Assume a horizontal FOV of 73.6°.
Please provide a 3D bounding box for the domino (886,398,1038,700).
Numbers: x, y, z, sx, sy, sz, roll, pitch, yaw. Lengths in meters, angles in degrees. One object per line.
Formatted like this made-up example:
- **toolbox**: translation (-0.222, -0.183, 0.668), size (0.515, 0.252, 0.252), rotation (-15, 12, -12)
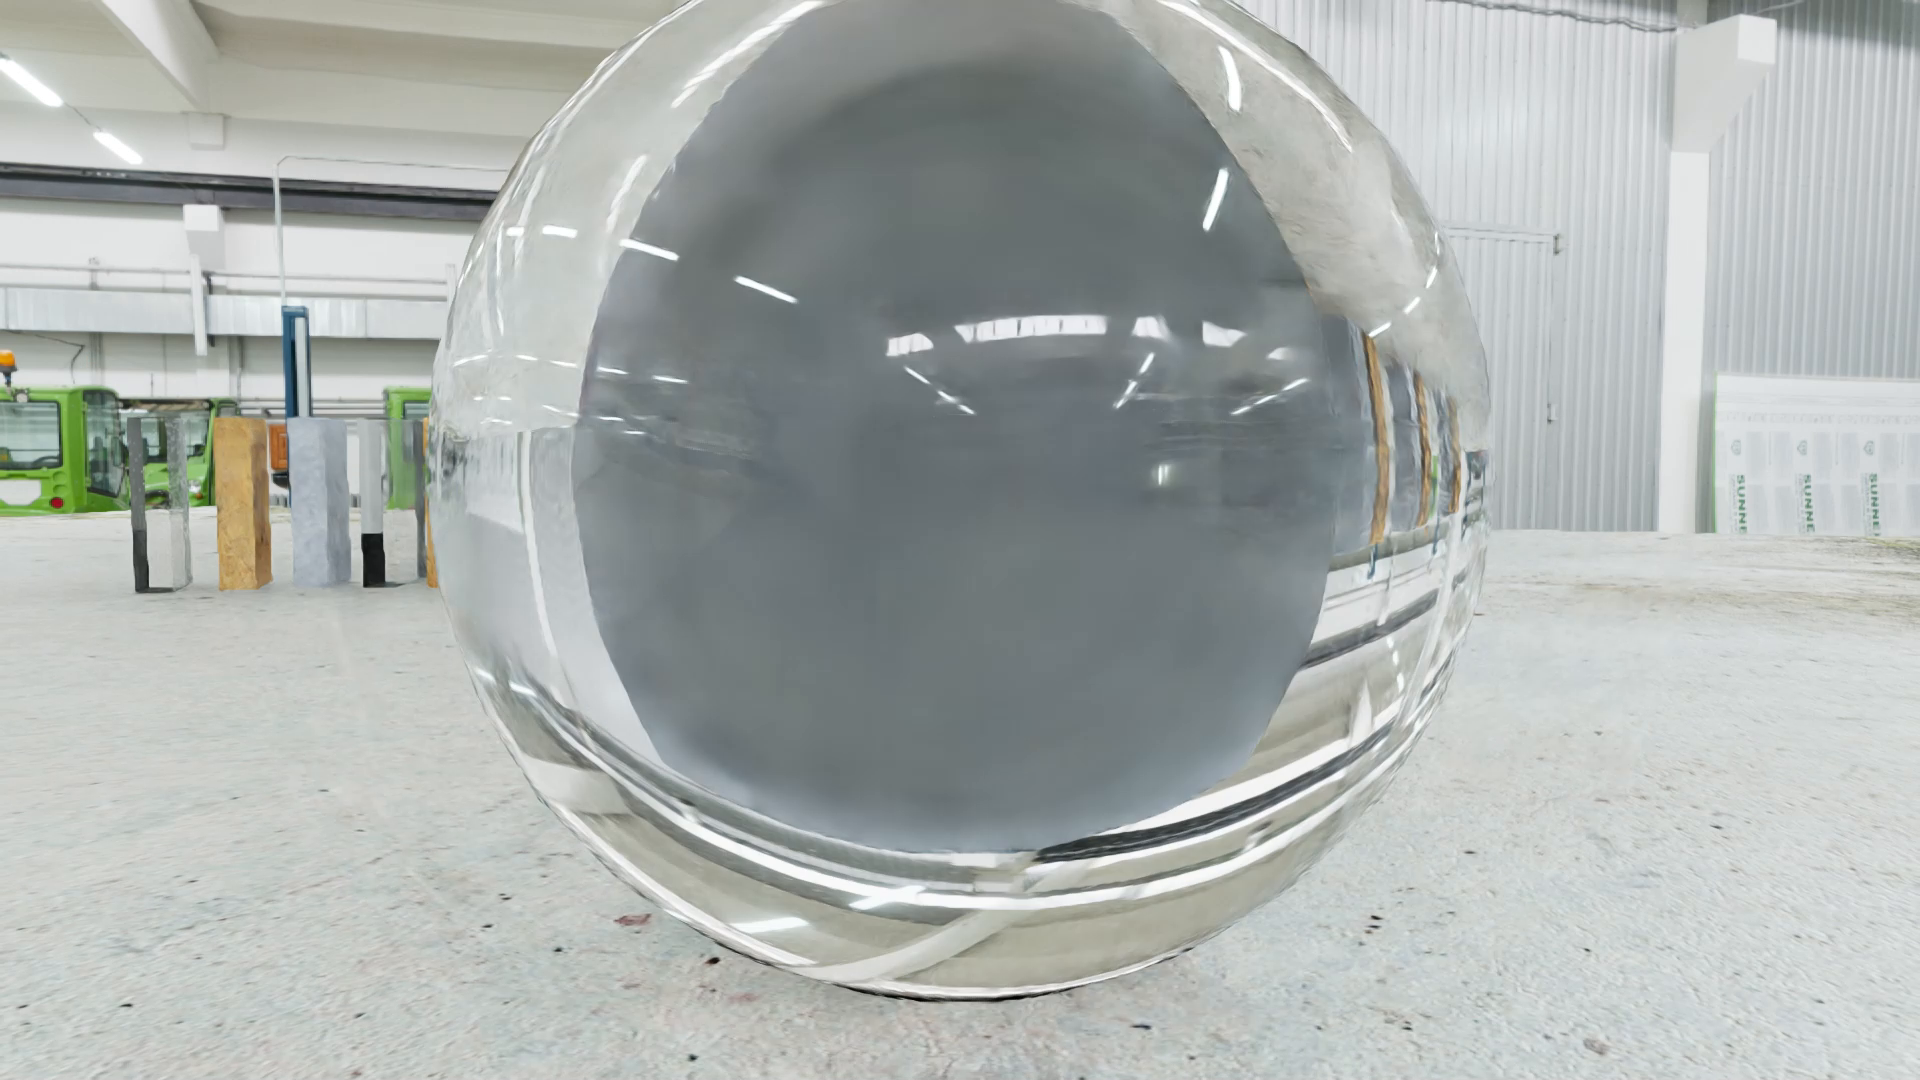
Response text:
- **domino**: translation (0.001, 0.001, 0.217), size (0.025, 0.050, 0.010), rotation (0, 4, 2)

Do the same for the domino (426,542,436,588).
- **domino**: translation (-0.152, -0.012, 0.391), size (0.010, 0.050, 0.025), rotation (0, 4, 4)

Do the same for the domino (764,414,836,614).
- **domino**: translation (-0.037, -0.007, 0.332), size (0.025, 0.050, 0.010), rotation (-4, 6, -40)

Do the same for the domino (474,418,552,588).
- **domino**: translation (-0.135, -0.012, 0.389), size (0.009, 0.050, 0.025), rotation (1, 4, 11)

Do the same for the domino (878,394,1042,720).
- **domino**: translation (0.000, 0.002, 0.201), size (0.025, 0.050, 0.010), rotation (0, 4, 0)

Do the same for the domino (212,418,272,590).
- **domino**: translation (-0.214, -0.011, 0.384), size (0.010, 0.050, 0.025), rotation (-1, 5, -19)

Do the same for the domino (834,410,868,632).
- **domino**: translation (-0.016, -0.005, 0.299), size (0.025, 0.050, 0.010), rotation (-2, 5, -26)

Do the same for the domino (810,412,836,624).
- **domino**: translation (-0.023, -0.006, 0.312), size (0.025, 0.050, 0.010), rotation (-3, 5, -32)

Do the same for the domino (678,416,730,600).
- **domino**: translation (-0.066, -0.009, 0.359), size (0.010, 0.050, 0.025), rotation (3, 5, 36)

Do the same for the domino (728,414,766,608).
- **domino**: translation (-0.049, -0.008, 0.345), size (0.009, 0.050, 0.025), rotation (4, 6, 44)

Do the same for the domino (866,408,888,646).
- **domino**: translation (-0.007, -0.003, 0.278), size (0.025, 0.050, 0.009), rotation (-1, 5, -18)

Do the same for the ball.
- **ball**: translation (0.000, -0.005, 0.103), size (0.080, 0.080, 0.080), rotation (0, 4, 0)

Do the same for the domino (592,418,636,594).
- **domino**: translation (-0.095, -0.011, 0.376), size (0.009, 0.050, 0.025), rotation (2, 5, 25)

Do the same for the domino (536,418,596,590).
- **domino**: translation (-0.114, -0.011, 0.384), size (0.010, 0.050, 0.025), rotation (1, 5, 18)

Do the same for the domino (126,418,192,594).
- **domino**: translation (-0.234, -0.011, 0.376), size (0.009, 0.050, 0.025), rotation (-2, 5, -20)

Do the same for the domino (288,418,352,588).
- **domino**: translation (-0.194, -0.012, 0.389), size (0.010, 0.050, 0.025), rotation (-1, 4, -11)

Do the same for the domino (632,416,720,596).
- **domino**: translation (-0.081, -0.010, 0.369), size (0.010, 0.050, 0.025), rotation (3, 5, 30)

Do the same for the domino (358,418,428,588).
- **domino**: translation (-0.173, -0.012, 0.392), size (0.009, 0.050, 0.025), rotation (0, 4, -2)
